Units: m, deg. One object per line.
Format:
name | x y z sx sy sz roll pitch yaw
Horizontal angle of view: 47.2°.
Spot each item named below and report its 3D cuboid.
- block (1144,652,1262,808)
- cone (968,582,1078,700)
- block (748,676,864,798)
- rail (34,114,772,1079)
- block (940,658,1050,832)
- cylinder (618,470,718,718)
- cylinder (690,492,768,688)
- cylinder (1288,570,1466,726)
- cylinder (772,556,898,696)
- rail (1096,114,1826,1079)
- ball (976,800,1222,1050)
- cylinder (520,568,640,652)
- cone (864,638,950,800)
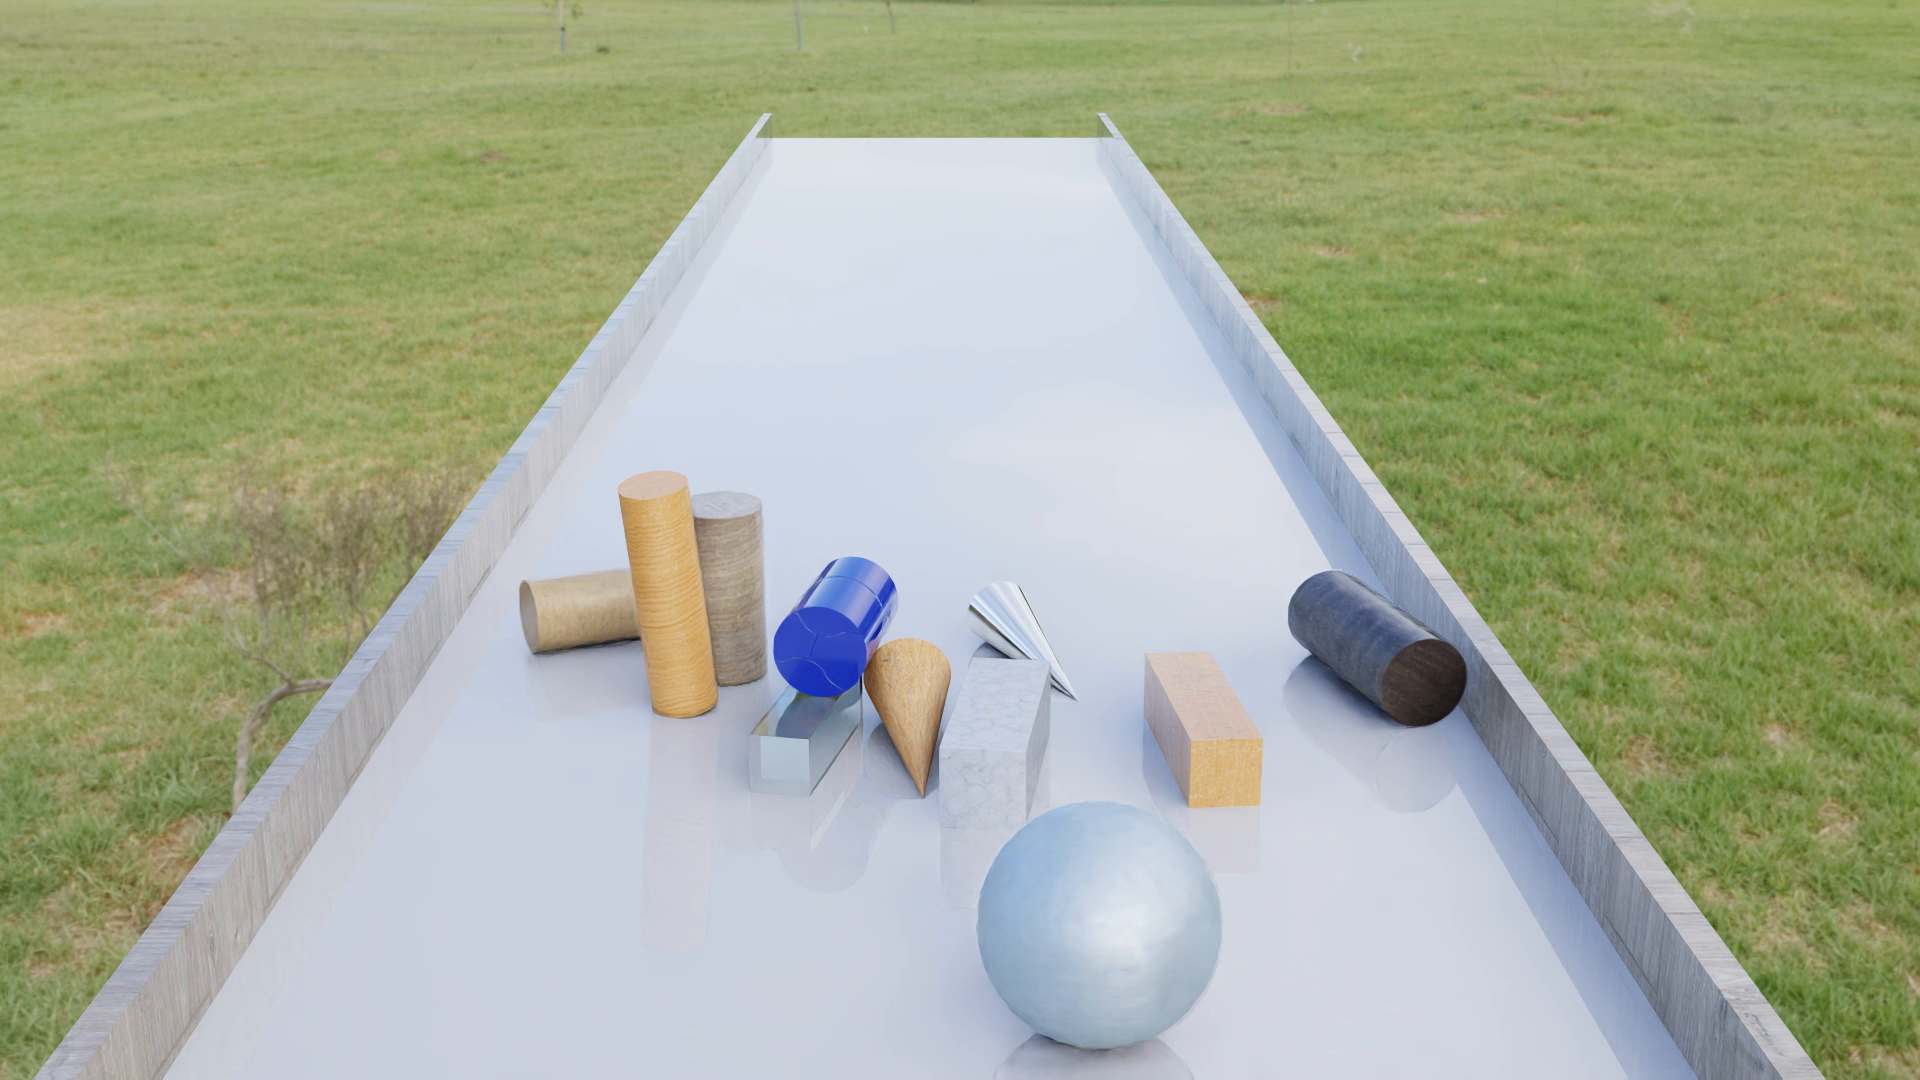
block | 0.426 0.330 3.904 0.122 0.122 0.439 -2 17 -5
cone | 0.152 0.227 4.347 0.134 0.134 0.390 -7 28 -22
block | -0.270 0.333 3.920 0.106 0.106 0.371 3 17 11
rail | -1.118 -0.838 7.780 0.050 0.150 12.000 0 17 -1
block | 0.066 0.347 3.810 0.142 0.142 0.441 2 17 7
cylinder | -0.537 0.103 4.066 0.127 0.449 0.127 -4 25 2
cylinder | -0.460 0.095 4.282 0.162 0.347 0.162 0 20 0
cylinder | 0.797 0.203 4.242 0.172 0.172 0.433 -4 17 -14
cylinder | -0.225 0.156 4.034 0.170 0.170 0.303 3 17 9
rail | 0.932 -0.844 7.801 0.050 0.150 12.000 0 17 -1
ball | 0.185 0.512 2.932 0.327 0.327 0.327 0 17 0
cylinder | -0.696 0.132 4.527 0.389 0.147 0.147 -8 18 -24
cone | -0.080 0.347 3.917 0.164 0.164 0.401 -1 28 -5
